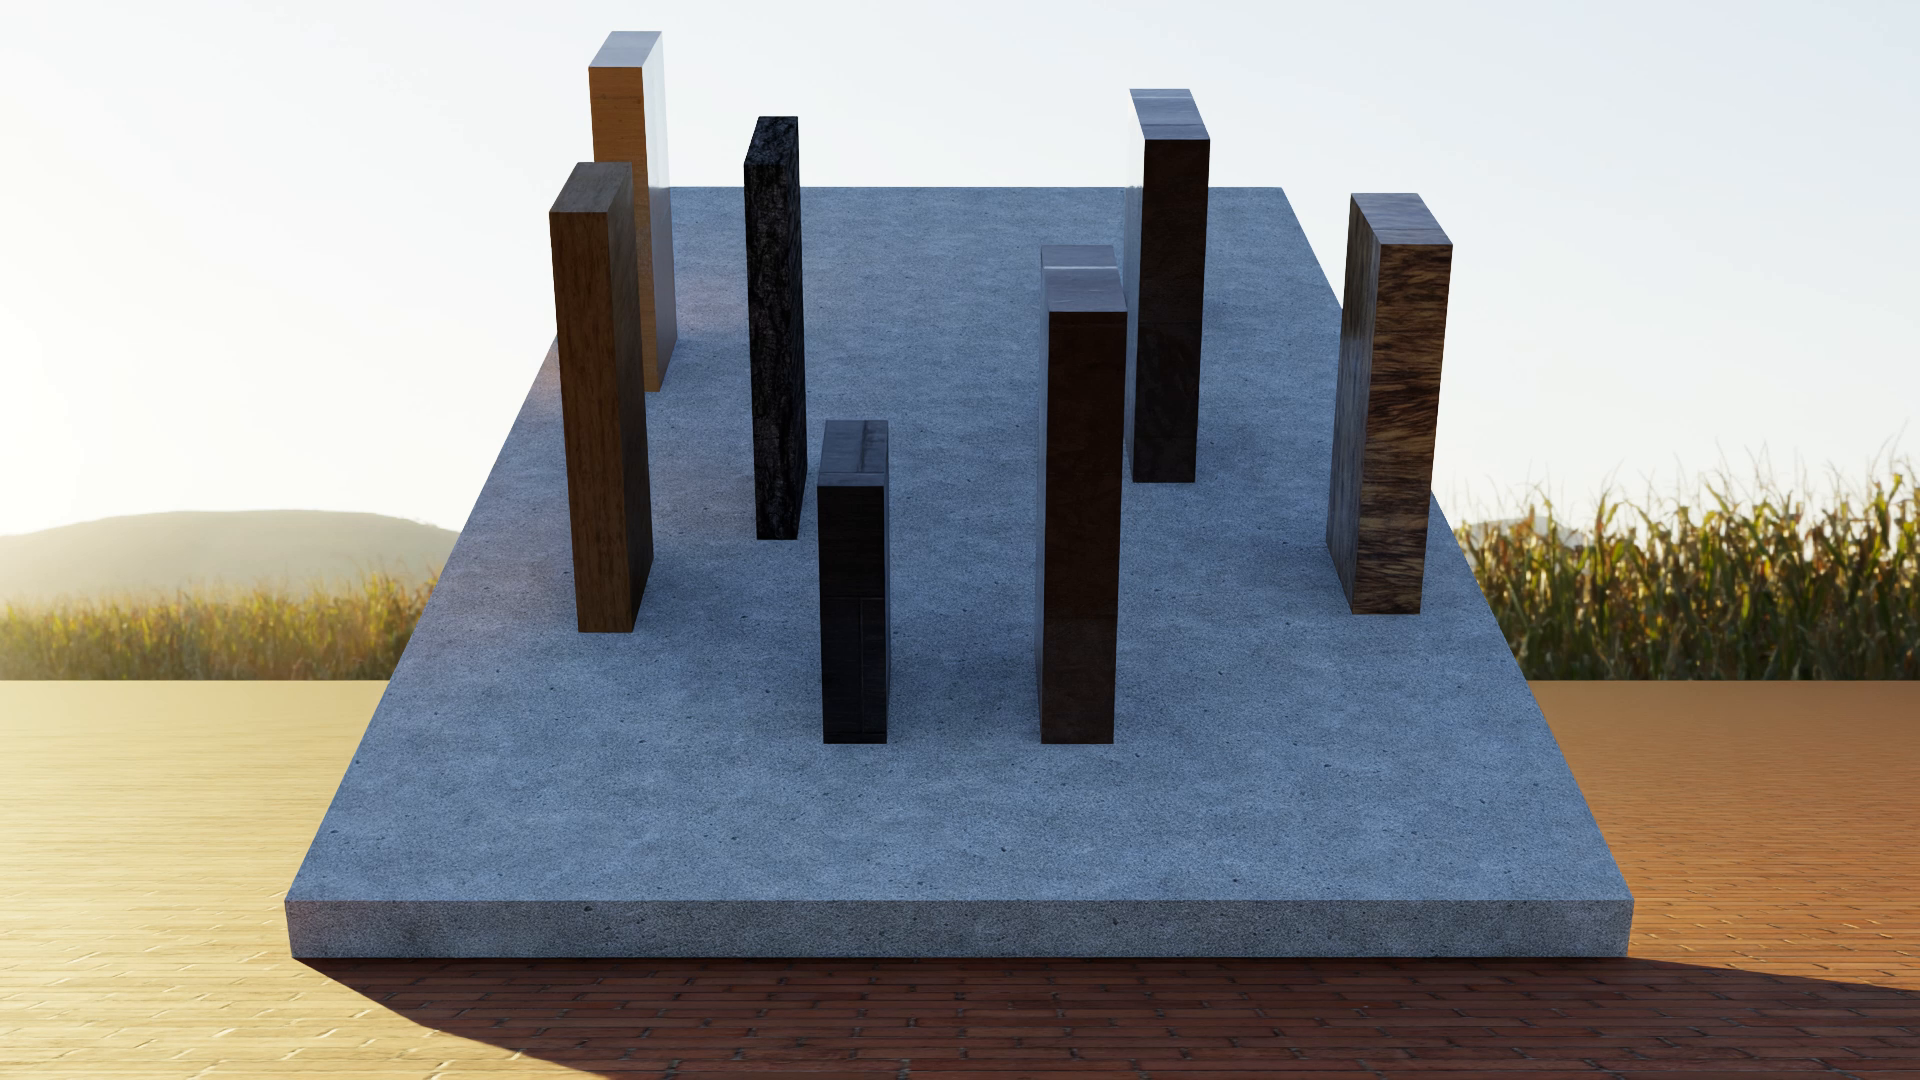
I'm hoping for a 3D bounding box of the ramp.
[{"bbox_3d":[-0.008,-0.228,5.290,2.000,0.100,4.000,0,24,0],"label":"ramp"}]

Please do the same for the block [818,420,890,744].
[{"bbox_3d":[-0.175,0.068,3.919,0.106,0.465,0.295,0,24,0],"label":"block"}]

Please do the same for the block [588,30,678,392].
[{"bbox_3d":[-0.762,-0.774,5.456,0.120,0.762,0.391,0,24,0],"label":"block"}]

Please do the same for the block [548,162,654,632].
[{"bbox_3d":[-0.650,-0.261,4.255,0.099,0.793,0.337,0,24,0],"label":"block"}]

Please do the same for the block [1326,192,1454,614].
[{"bbox_3d":[0.796,-0.256,4.348,0.126,0.715,0.337,0,24,0],"label":"block"}]

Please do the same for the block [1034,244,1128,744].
[{"bbox_3d":[0.196,-0.077,3.889,0.120,0.756,0.357,0,24,0],"label":"block"}]

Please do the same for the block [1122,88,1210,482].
[{"bbox_3d":[0.432,-0.551,4.984,0.132,0.740,0.449,0,24,0],"label":"block"}]

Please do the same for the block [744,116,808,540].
[{"bbox_3d":[-0.367,-0.428,4.670,0.080,0.766,0.384,0,24,0],"label":"block"}]
